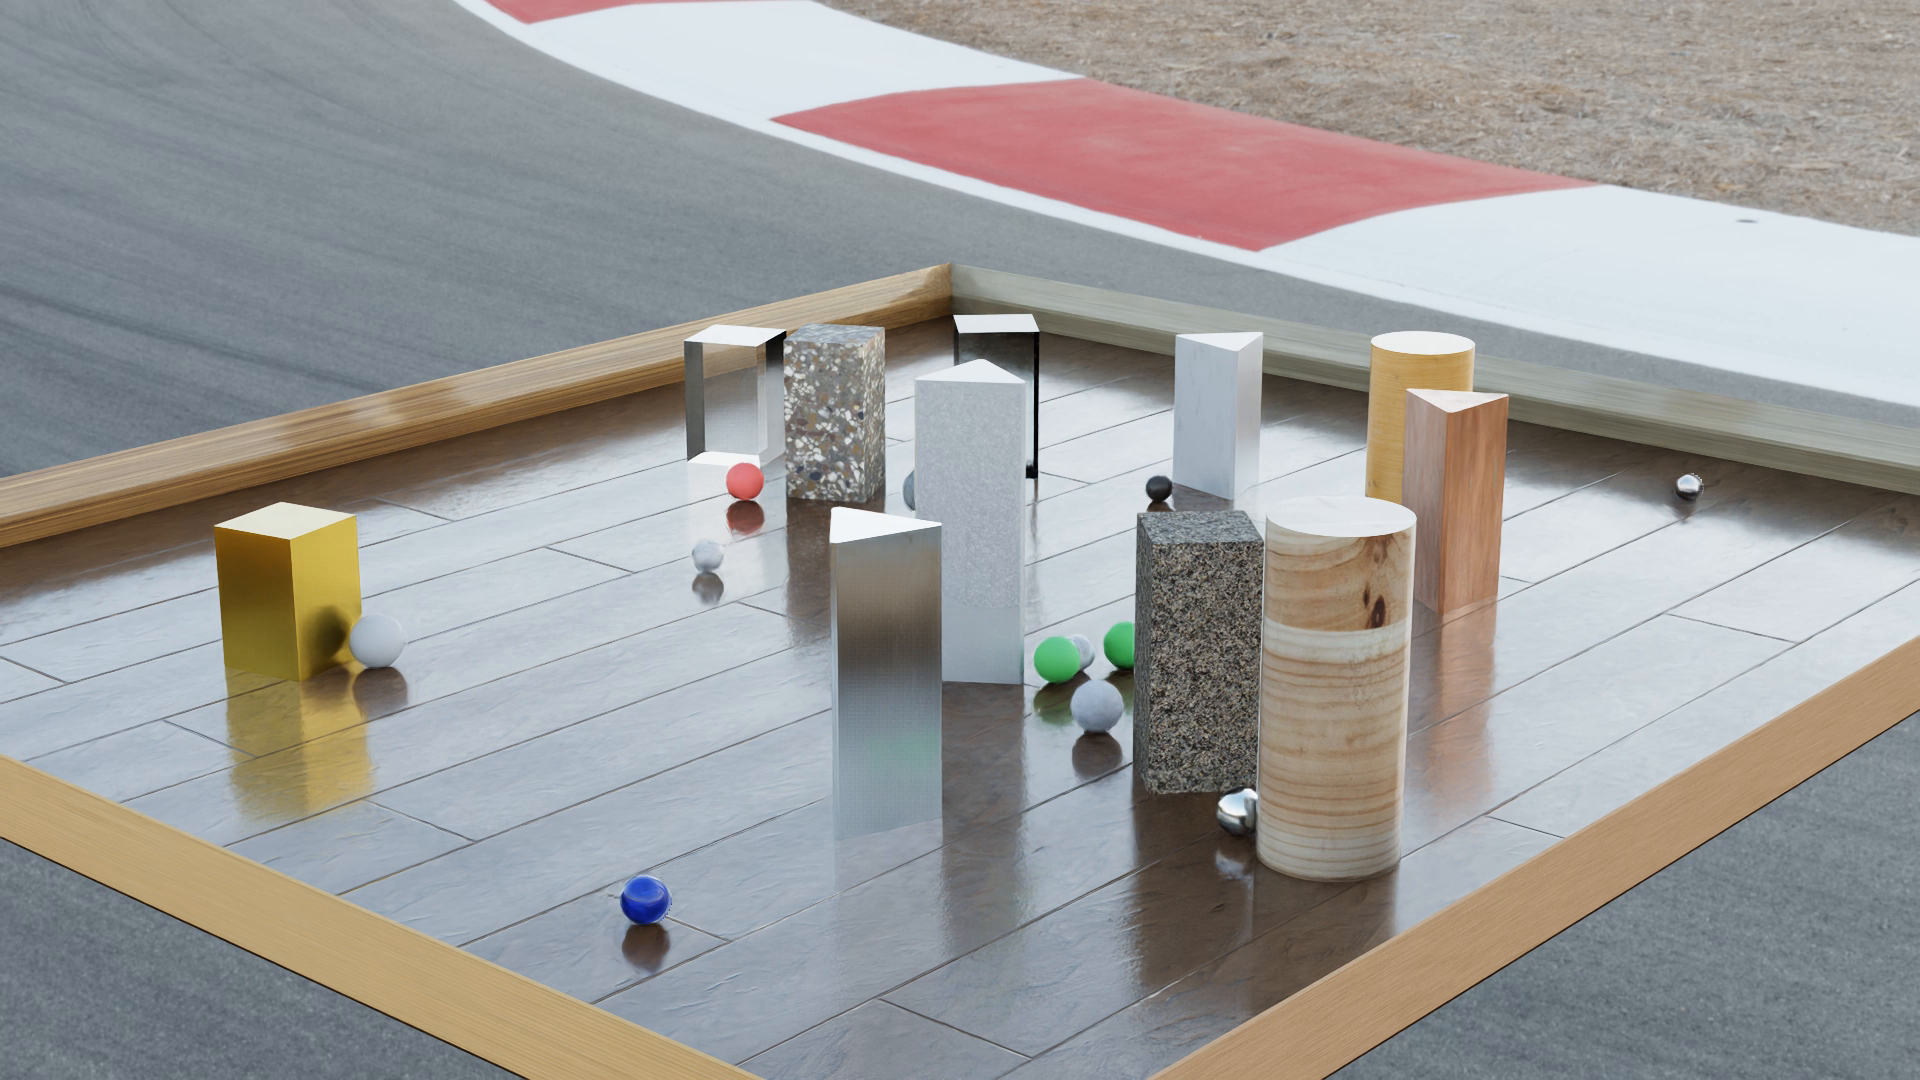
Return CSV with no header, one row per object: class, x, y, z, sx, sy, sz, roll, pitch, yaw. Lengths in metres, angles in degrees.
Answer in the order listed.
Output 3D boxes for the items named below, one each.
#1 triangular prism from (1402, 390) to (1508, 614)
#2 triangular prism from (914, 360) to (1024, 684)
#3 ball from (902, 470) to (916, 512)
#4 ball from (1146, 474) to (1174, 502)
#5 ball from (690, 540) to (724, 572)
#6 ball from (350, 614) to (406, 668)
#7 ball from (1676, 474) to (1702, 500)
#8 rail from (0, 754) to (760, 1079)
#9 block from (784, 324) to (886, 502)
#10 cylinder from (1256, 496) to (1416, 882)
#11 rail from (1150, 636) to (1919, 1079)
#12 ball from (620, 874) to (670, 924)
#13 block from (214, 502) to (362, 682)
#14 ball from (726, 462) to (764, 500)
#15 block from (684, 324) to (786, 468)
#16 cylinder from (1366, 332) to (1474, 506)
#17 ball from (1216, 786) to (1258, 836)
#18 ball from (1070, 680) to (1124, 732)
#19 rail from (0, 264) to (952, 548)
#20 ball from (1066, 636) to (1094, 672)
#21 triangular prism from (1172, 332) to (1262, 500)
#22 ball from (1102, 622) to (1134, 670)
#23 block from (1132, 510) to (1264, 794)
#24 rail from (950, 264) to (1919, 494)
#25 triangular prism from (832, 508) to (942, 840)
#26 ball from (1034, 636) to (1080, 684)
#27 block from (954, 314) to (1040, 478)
triangular prism,0.830,-0.076,5.088,0.149,0.357,0.172,16,23,42
triangular prism,0.025,-0.032,4.702,0.172,0.495,0.149,2,17,7
ball,-0.066,-0.095,5.615,0.090,0.090,0.090,0,17,0
ball,0.388,-0.102,5.699,0.053,0.053,0.053,0,17,0
ball,-0.453,0.029,5.255,0.058,0.058,0.058,0,17,0
ball,-0.946,0.163,4.760,0.088,0.088,0.088,0,17,0
ball,1.417,-0.102,5.706,0.049,0.049,0.049,0,17,0
rail,-1.107,0.400,3.899,3.037,0.129,0.045,14,22,39
block,-0.244,-0.251,5.742,0.159,0.314,0.159,4,17,13
cylinder,0.505,0.199,3.955,0.198,0.484,0.198,0,17,0
rail,1.129,0.315,4.181,0.045,0.129,3.424,14,22,39
ball,-0.409,0.465,3.798,0.064,0.064,0.064,0,17,0
block,-1.088,0.083,4.765,0.159,0.239,0.159,9,19,28
ball,-0.418,-0.114,5.703,0.075,0.075,0.075,0,17,0
block,-0.456,-0.295,5.992,0.159,0.254,0.159,6,18,18
cylinder,0.893,-0.234,5.700,0.198,0.306,0.198,0,17,0
ball,0.390,0.378,4.080,0.069,0.069,0.069,0,17,0
ball,0.209,0.254,4.471,0.081,0.081,0.081,0,17,0
rail,-1.129,-0.250,6.058,0.045,0.129,3.424,14,22,39
ball,0.189,0.183,4.743,0.059,0.059,0.059,0,17,0
triangular prism,0.536,-0.253,5.779,0.149,0.297,0.172,-13,21,-36
ball,0.270,0.171,4.753,0.076,0.076,0.076,0,17,0
block,0.344,0.161,4.263,0.159,0.378,0.159,-1,17,-5
rail,1.107,-0.335,6.340,3.037,0.129,0.045,14,22,39
triangular prism,-0.136,0.179,4.111,0.172,0.432,0.149,-10,19,-30
ball,0.155,0.192,4.686,0.075,0.075,0.075,0,17,0
block,0.072,-0.288,5.887,0.159,0.301,0.159,-1,17,-4
